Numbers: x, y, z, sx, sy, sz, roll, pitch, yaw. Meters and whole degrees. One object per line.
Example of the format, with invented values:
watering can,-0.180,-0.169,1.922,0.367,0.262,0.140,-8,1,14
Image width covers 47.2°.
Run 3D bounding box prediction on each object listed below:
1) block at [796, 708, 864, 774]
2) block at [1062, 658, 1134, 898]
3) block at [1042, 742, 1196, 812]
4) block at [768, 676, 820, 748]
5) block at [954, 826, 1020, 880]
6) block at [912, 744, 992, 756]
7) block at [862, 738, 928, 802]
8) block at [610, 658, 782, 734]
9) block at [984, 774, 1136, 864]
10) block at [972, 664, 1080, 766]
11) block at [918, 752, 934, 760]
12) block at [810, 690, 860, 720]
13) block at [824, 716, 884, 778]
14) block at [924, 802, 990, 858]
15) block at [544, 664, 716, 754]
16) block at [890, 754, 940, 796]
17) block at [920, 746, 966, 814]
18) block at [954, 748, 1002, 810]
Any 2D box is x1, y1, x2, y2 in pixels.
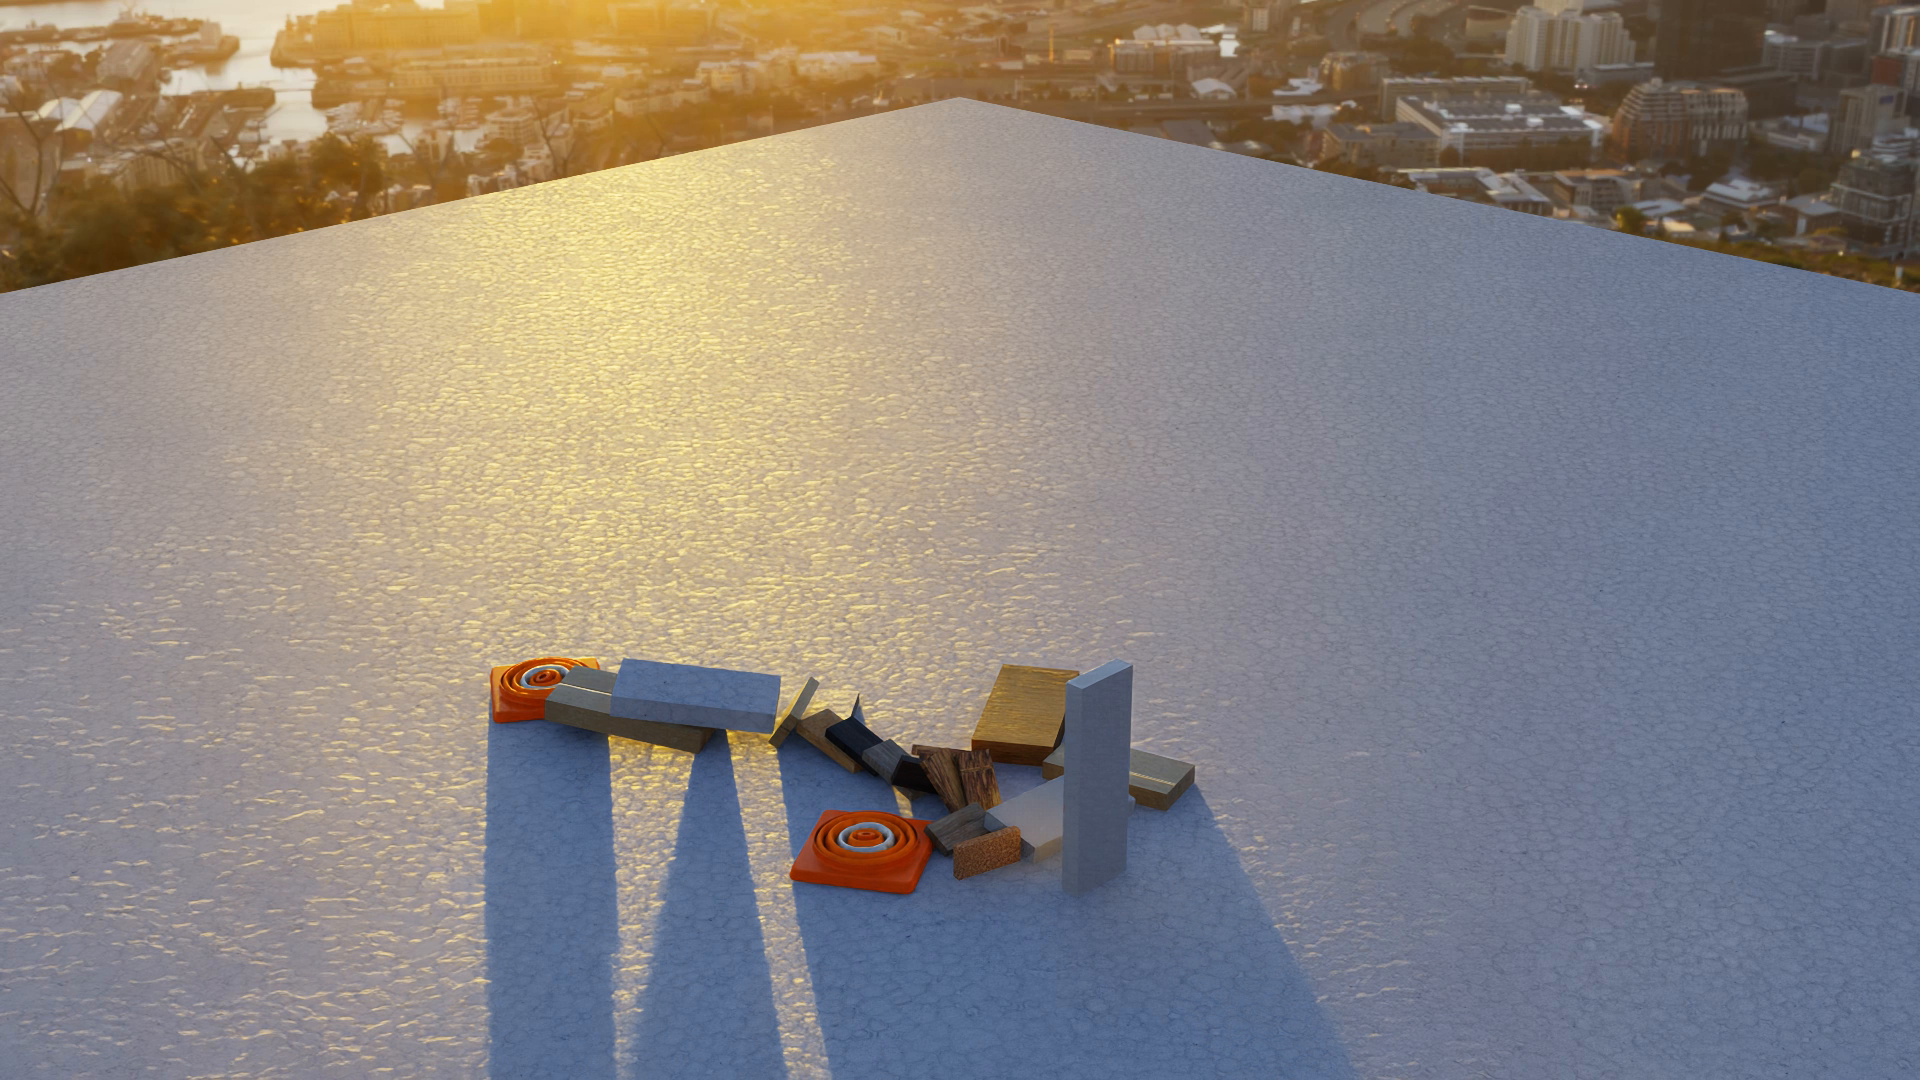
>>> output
block,-0.255,0.427,4.679,0.179,0.025,0.090,32,37,33
block,0.258,0.449,4.137,0.040,0.442,0.141,21,31,41
block,0.330,0.482,4.575,0.283,0.040,0.141,12,26,27
block,-0.360,0.373,4.769,0.025,0.090,0.179,36,25,-5
block,0.053,0.604,4.248,0.139,0.070,0.020,-13,26,-28
block,-0.018,0.451,4.624,0.154,0.022,0.077,5,-7,12
block,-0.123,0.476,4.558,0.077,0.022,0.154,-21,47,-41
block,-0.569,0.337,4.762,0.349,0.049,0.175,7,24,-3
block,0.201,0.545,4.394,0.283,0.040,0.141,-20,40,-38
block,0.146,0.380,4.802,0.175,0.049,0.366,5,23,11
block,-0.033,0.460,4.558,0.066,0.019,0.132,4,-10,19
block,-0.280,0.382,4.827,0.090,0.025,0.179,3,23,6
block,-0.204,0.434,4.630,0.154,0.022,0.077,36,39,29
block,0.002,0.571,4.348,0.140,0.020,0.070,-20,57,-41
block,-0.705,0.366,4.778,0.349,0.049,0.175,12,25,8
block,-0.067,0.482,4.485,0.132,0.066,0.019,14,31,-17
block,-0.018,0.492,4.452,0.066,0.132,0.019,-28,-10,-31
block,0.039,0.496,4.446,0.070,0.140,0.020,-7,-20,-17
